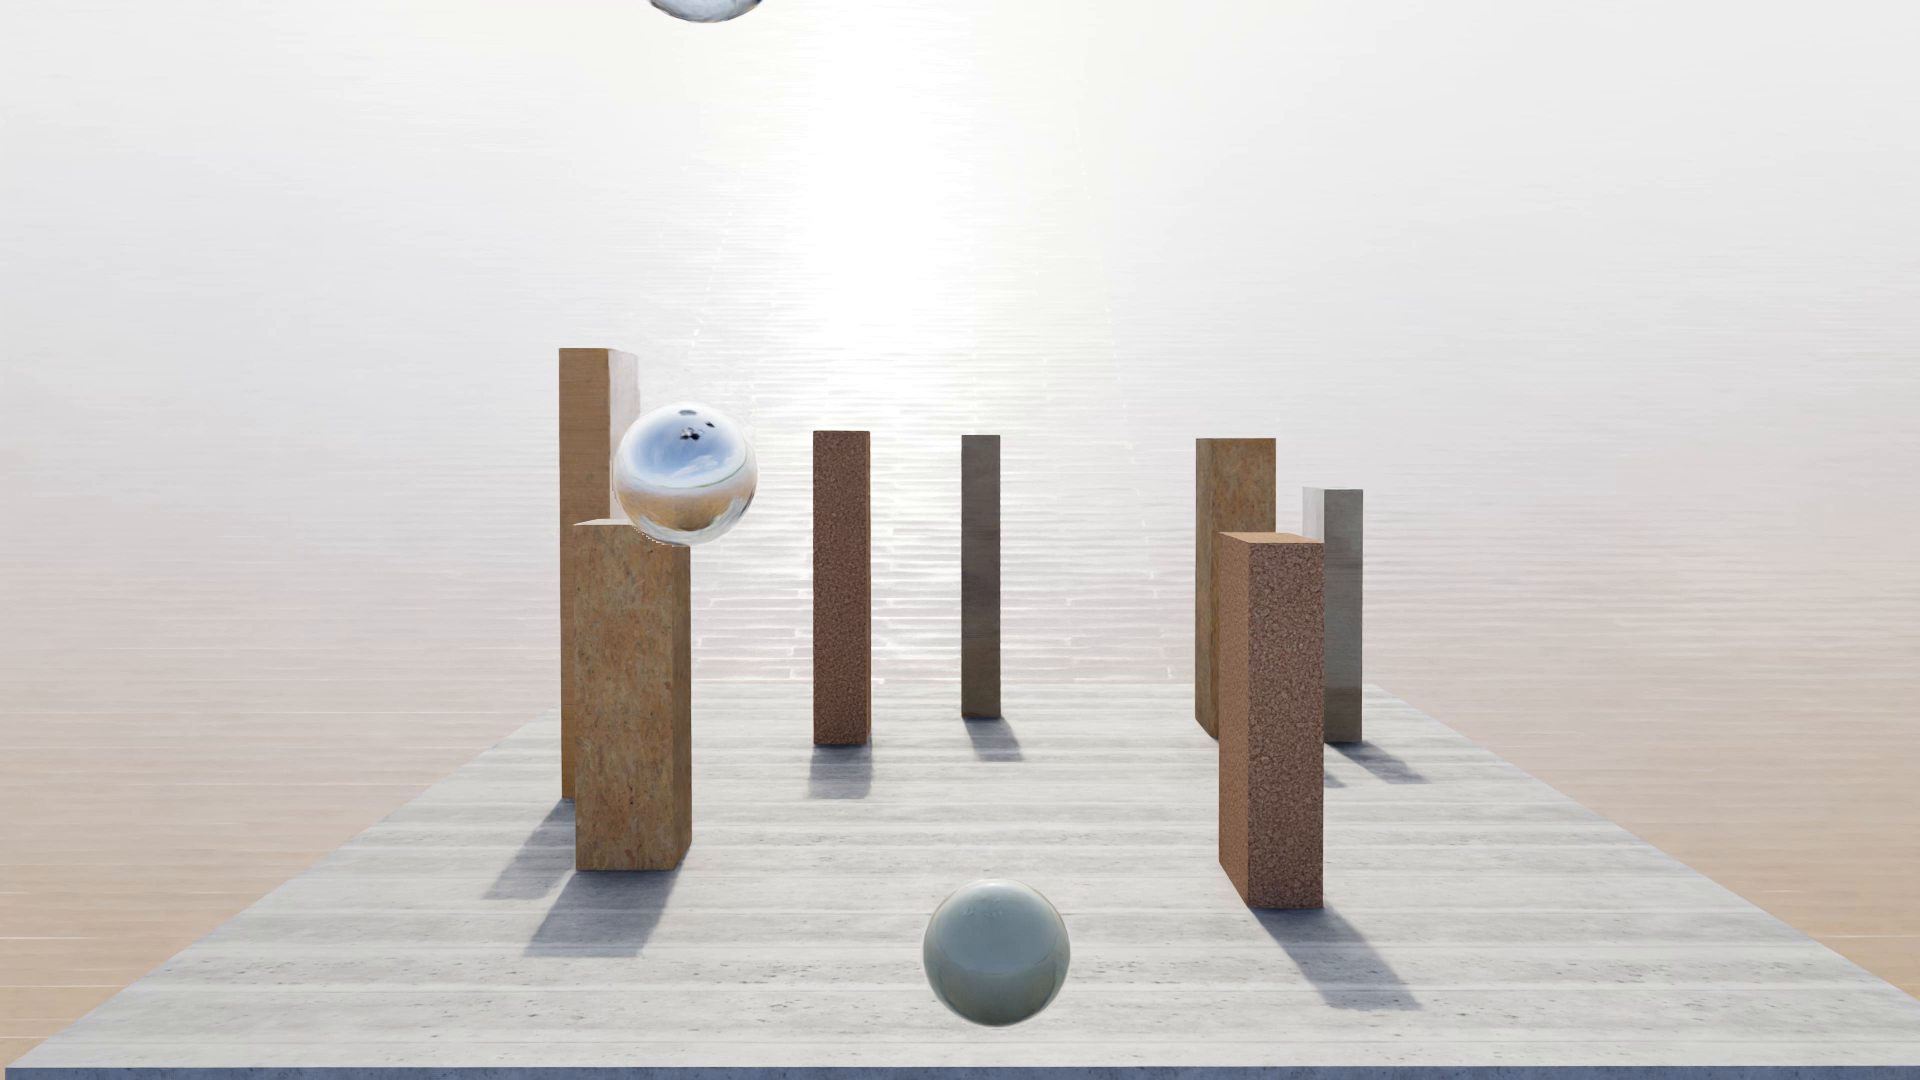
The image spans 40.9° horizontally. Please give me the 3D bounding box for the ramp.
[{"bbox_3d":[0.054,0.493,4.543,2.000,0.100,4.000,0,2,0],"label":"ramp"}]

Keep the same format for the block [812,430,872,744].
[{"bbox_3d":[-0.246,0.090,5.409,0.107,0.639,0.342,0,2,0],"label":"block"}]

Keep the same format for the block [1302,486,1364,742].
[{"bbox_3d":[0.784,0.149,5.437,0.080,0.518,0.329,0,2,0],"label":"block"}]

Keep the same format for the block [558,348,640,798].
[{"bbox_3d":[-0.647,0.050,4.651,0.087,0.778,0.419,0,2,0],"label":"block"}]

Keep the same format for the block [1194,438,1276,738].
[{"bbox_3d":[0.589,0.093,5.530,0.134,0.623,0.353,0,2,0],"label":"block"}]

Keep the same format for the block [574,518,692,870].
[{"bbox_3d":[-0.483,0.221,3.830,0.141,0.498,0.261,0,2,0],"label":"block"}]

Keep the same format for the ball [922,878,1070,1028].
[{"bbox_3d":[0.035,0.393,2.457,0.142,0.142,0.142,0,24,0],"label":"ball"}]

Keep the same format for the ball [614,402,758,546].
[{"bbox_3d":[-0.256,-0.062,2.404,0.135,0.135,0.135,0,24,0],"label":"ball"}]

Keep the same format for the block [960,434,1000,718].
[{"bbox_3d":[0.047,0.075,5.878,0.089,0.631,0.266,0,2,0],"label":"block"}]

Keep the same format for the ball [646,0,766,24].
[{"bbox_3d":[-0.258,-0.613,2.597,0.181,0.181,0.181,0,24,0],"label":"ball"}]

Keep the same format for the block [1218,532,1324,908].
[{"bbox_3d":[0.430,0.238,3.583,0.100,0.483,0.377,0,2,0],"label":"block"}]
